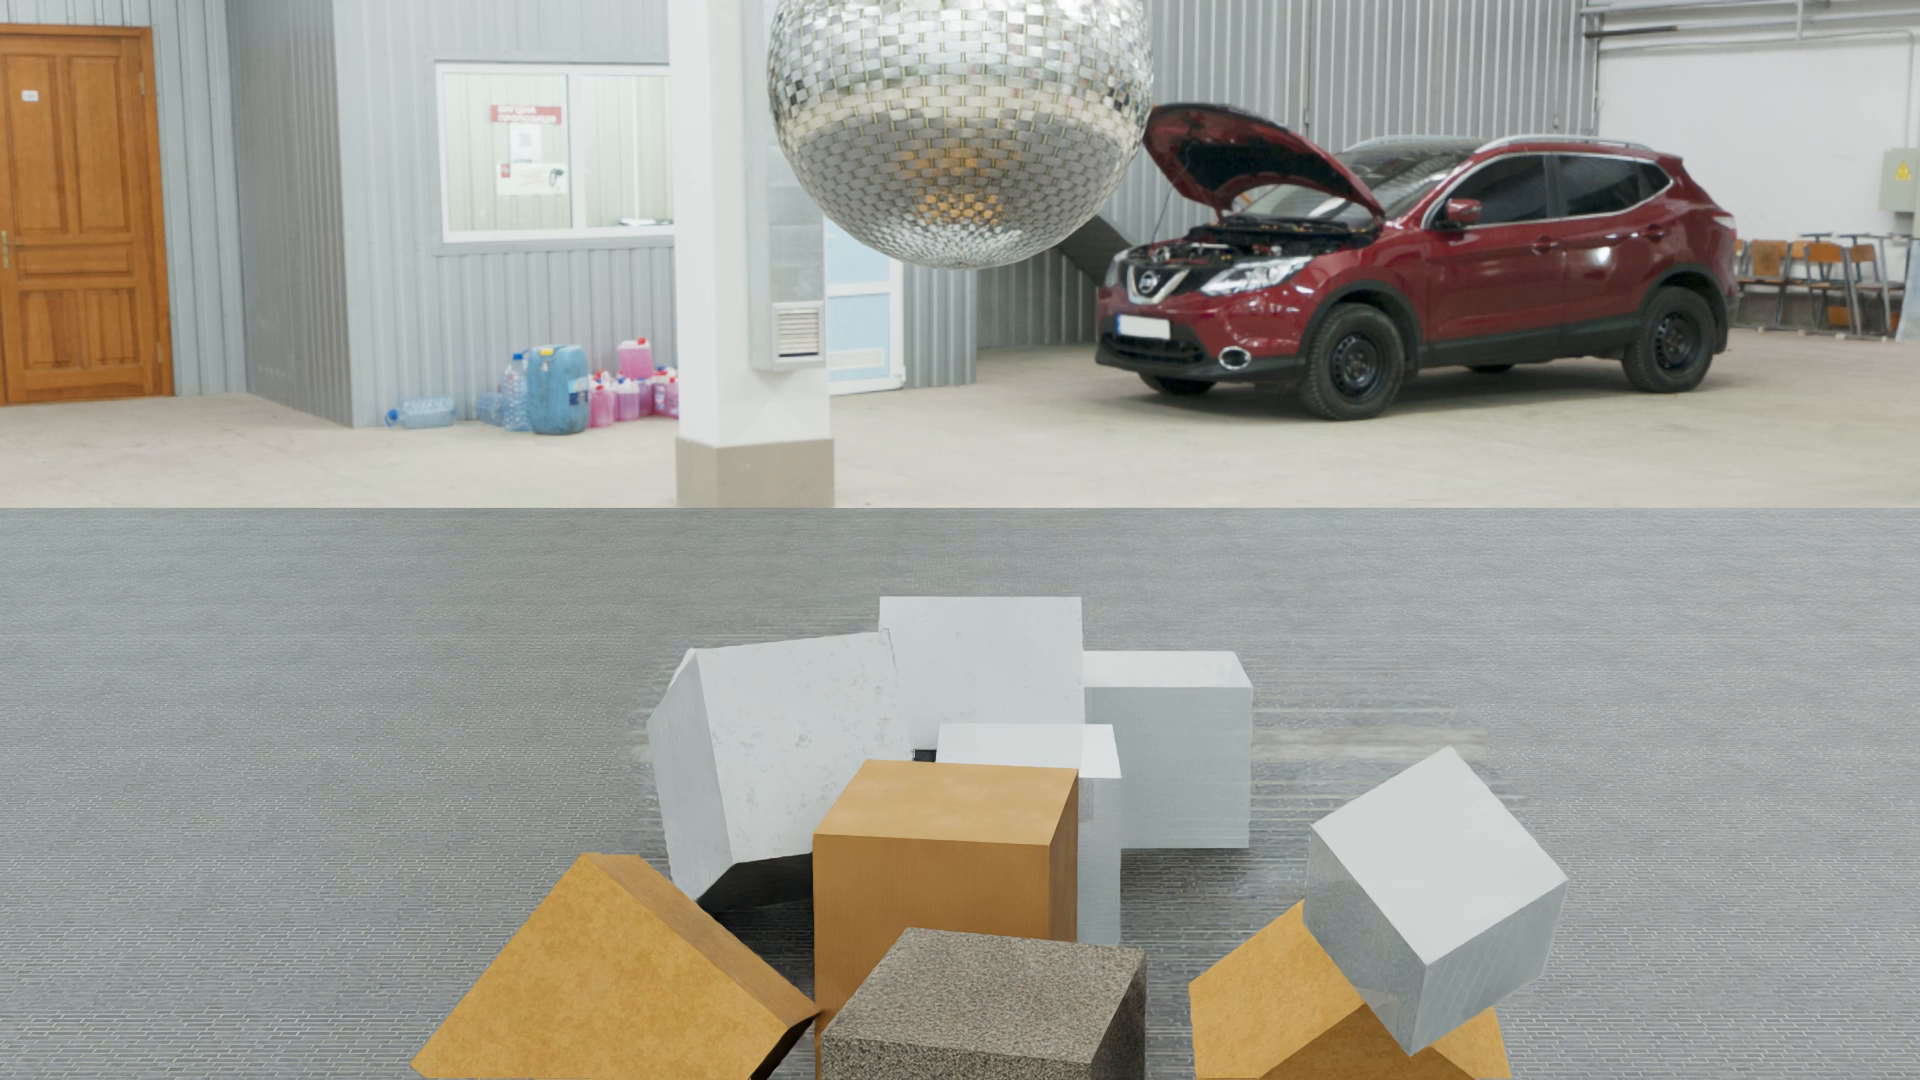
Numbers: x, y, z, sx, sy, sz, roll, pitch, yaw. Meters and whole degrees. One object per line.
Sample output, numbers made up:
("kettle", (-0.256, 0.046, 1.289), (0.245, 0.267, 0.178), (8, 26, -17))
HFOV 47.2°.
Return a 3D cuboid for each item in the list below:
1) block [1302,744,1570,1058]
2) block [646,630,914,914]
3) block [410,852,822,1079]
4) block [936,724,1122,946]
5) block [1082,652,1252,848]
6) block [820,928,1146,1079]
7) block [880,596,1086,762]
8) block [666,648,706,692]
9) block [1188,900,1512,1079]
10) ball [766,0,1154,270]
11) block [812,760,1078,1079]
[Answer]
("block", (1.246, 0.959, 5.842), (0.450, 0.522, 0.481), (-27, 54, -15))
("block", (-0.804, 1.065, 9.868), (0.867, 0.934, 1.102), (-5, -19, -22))
("block", (-1.065, 1.587, 7.045), (0.827, 0.814, 0.831), (38, -4, 8))
("block", (0.295, 1.344, 9.803), (0.795, 0.849, 0.870), (0, 10, 1))
("block", (1.024, 1.069, 11.356), (0.856, 0.834, 0.779), (0, 10, 0))
("block", (0.099, 1.843, 6.984), (0.820, 0.875, 0.942), (3, 11, 14))
("block", (0.100, 0.912, 10.849), (0.974, 0.840, 1.034), (0, -34, 0))
("block", (-0.925, 1.068, 11.388), (1.054, 0.824, 0.912), (0, 10, 0))
("block", (1.203, 1.571, 6.821), (0.664, 0.682, 0.578), (38, 26, -20))
("ball", (0.000, -1.917, 9.073), (1.600, 1.600, 1.600), (0, 10, 0))
("block", (-0.031, 1.489, 8.656), (0.883, 0.973, 1.007), (2, 10, 9))
